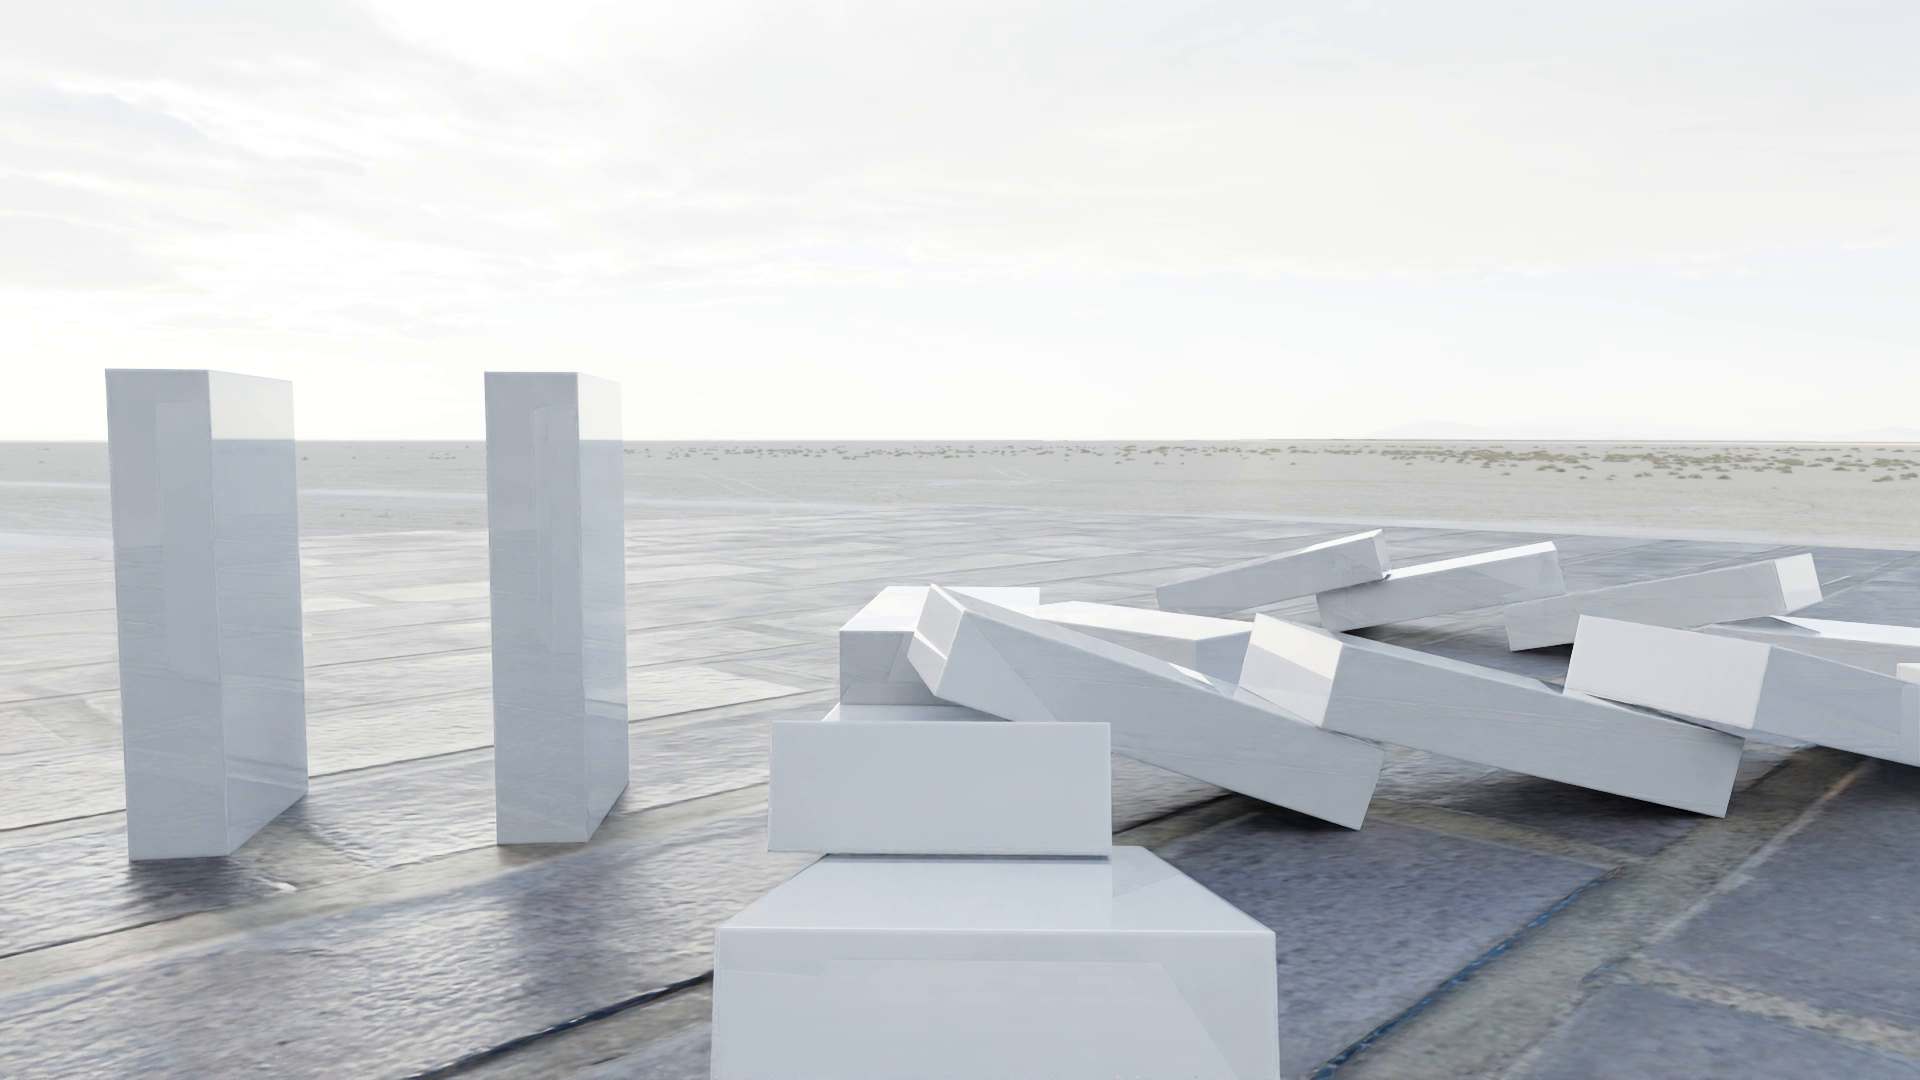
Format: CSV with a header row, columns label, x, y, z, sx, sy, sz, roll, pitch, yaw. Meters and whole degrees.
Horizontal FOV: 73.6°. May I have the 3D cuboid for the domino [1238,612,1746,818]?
label,x,y,z,sx,sy,sz,roll,pitch,yaw
domino,0.062,0.020,0.154,0.050,0.009,0.025,13,2,-9

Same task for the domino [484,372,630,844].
label,x,y,z,sx,sy,sz,roll,pitch,yaw
domino,-0.045,0.007,0.147,0.009,0.050,0.025,0,4,-5

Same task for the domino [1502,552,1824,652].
label,x,y,z,sx,sy,sz,roll,pitch,yaw
domino,0.138,0.013,0.254,0.025,0.009,0.050,-4,-9,-44

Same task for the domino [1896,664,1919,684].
label,x,y,z,sx,sy,sz,roll,pitch,yaw
domino,0.153,0.025,0.168,0.025,0.009,0.050,0,4,2

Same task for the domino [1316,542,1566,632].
label,x,y,z,sx,sy,sz,roll,pitch,yaw
domino,0.108,0.011,0.289,0.050,0.009,0.025,-12,-1,23

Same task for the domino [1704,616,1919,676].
label,x,y,z,sx,sy,sz,roll,pitch,yaw
domino,0.161,0.021,0.224,0.025,0.010,0.050,-4,6,-43

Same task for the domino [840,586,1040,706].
label,x,y,z,sx,sy,sz,roll,pitch,yaw
domino,-0.001,0.014,0.186,0.025,0.010,0.050,0,4,4

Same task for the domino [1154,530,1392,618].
label,x,y,z,sx,sy,sz,roll,pitch,yaw
domino,0.073,0.009,0.300,0.050,0.009,0.025,-15,-2,23

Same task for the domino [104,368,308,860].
label,x,y,z,sx,sy,sz,roll,pitch,yaw
domino,-0.082,0.007,0.142,0.009,0.050,0.025,-1,4,-10

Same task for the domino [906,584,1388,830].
label,x,y,z,sx,sy,sz,roll,pitch,yaw
domino,0.020,0.019,0.149,0.050,0.010,0.025,19,1,-10

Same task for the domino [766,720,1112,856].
label,x,y,z,sx,sy,sz,roll,pitch,yaw
domino,-0.001,0.023,0.118,0.025,0.009,0.050,0,-11,1

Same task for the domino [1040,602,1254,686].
label,x,y,z,sx,sy,sz,roll,pitch,yaw
domino,0.032,0.020,0.243,0.025,0.010,0.050,-4,6,-43

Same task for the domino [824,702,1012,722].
label,x,y,z,sx,sy,sz,roll,pitch,yaw
domino,-0.002,0.025,0.173,0.025,0.010,0.050,0,4,5

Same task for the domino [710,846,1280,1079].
label,x,y,z,sx,sy,sz,roll,pitch,yaw
domino,0.002,0.026,0.081,0.025,0.010,0.050,0,-9,1

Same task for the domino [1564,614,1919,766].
label,x,y,z,sx,sy,sz,roll,pitch,yaw
domino,0.105,0.020,0.160,0.050,0.009,0.025,13,-1,-23
